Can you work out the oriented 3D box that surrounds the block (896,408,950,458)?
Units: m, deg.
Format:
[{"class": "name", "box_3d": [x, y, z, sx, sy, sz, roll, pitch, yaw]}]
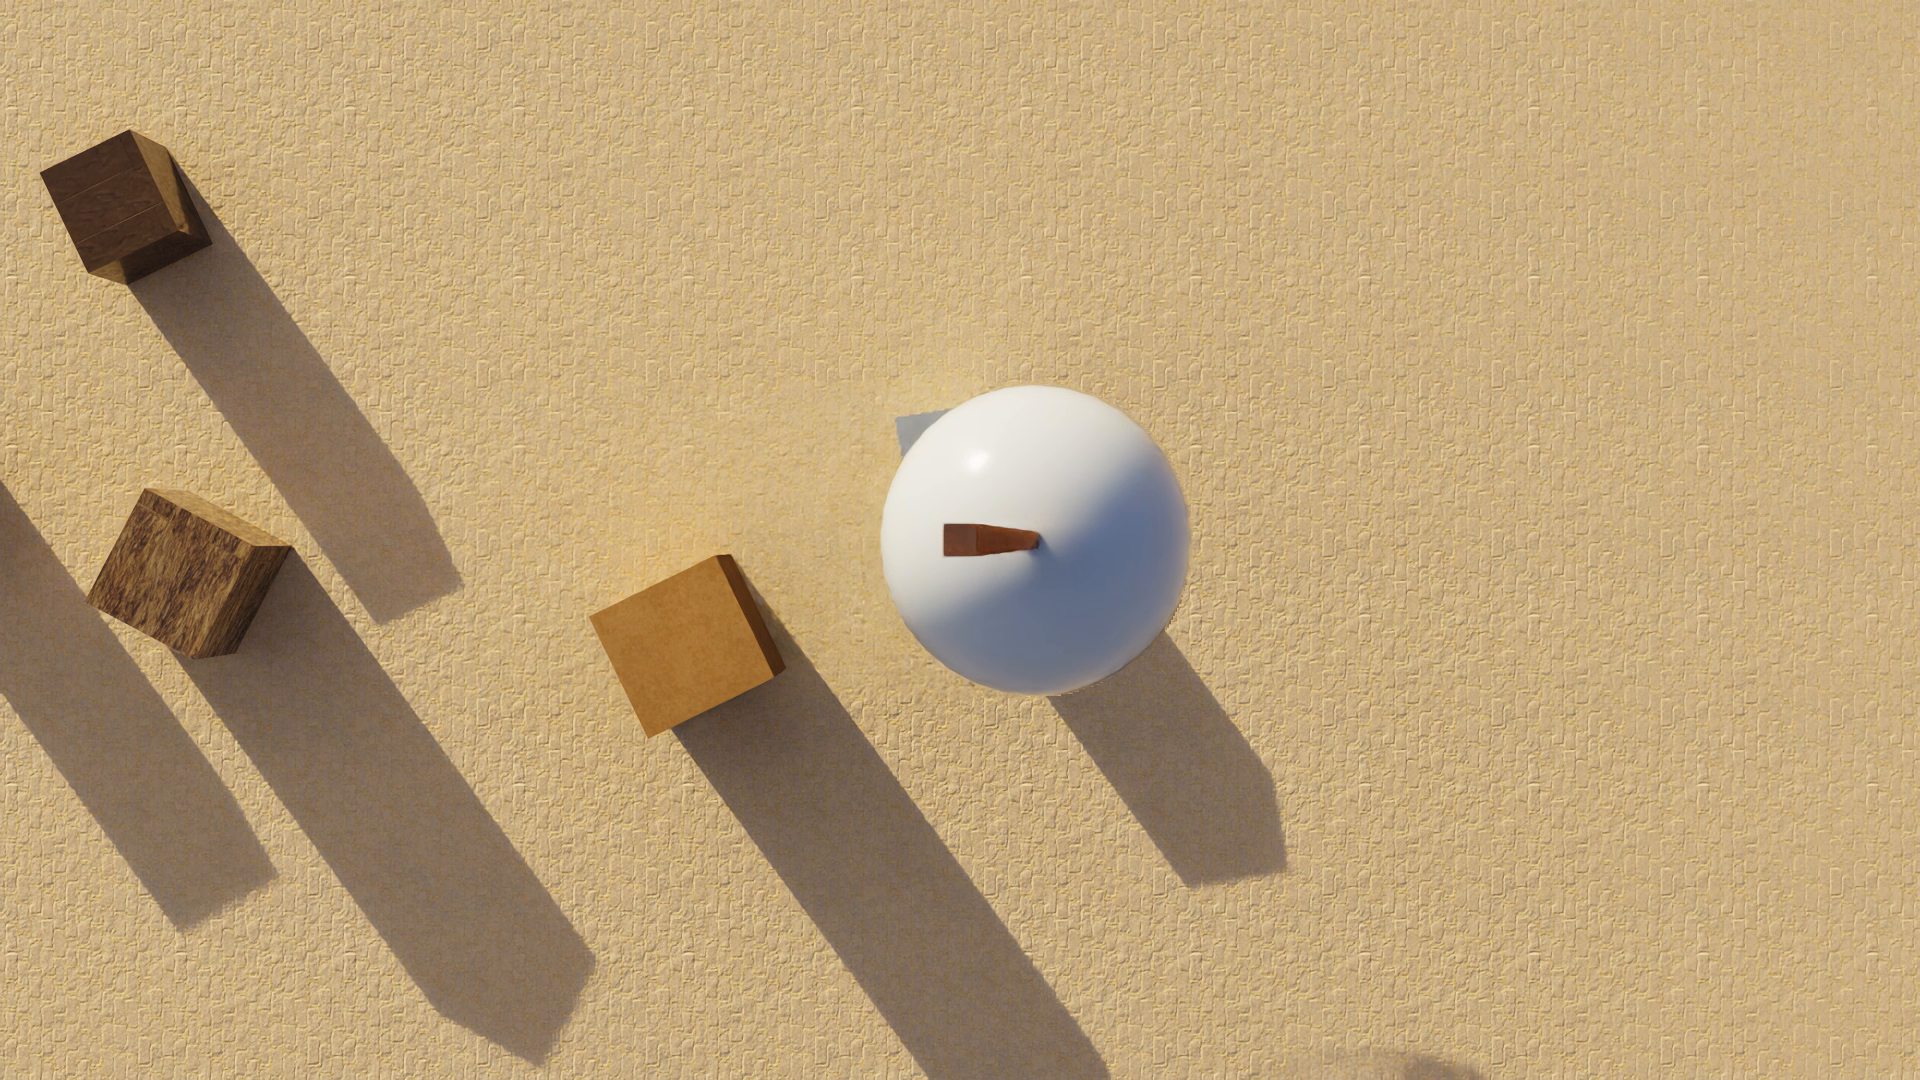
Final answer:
[{"class": "block", "box_3d": [-0.018, -0.460, 12.689, 0.610, 0.623, 0.566, -10, 90, 0]}]

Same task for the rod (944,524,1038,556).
[{"class": "rod", "box_3d": [0.168, 0.000, 7.916, 0.080, 5.200, 0.080, 0, 90, 4]}]

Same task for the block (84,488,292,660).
[{"class": "block", "box_3d": [-4.423, 0.189, 12.651, 0.695, 0.699, 0.721, 28, 90, 0]}]

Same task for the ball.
[{"class": "ball", "box_3d": [0.387, 0.000, 11.309, 1.600, 1.600, 1.600, 0, 90, 0]}]

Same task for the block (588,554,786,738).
[{"class": "block", "box_3d": [-1.539, 0.592, 12.579, 0.778, 0.841, 0.752, -26, 90, 0]}]

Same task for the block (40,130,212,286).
[{"class": "block", "box_3d": [-4.810, -1.913, 12.712, 0.566, 0.575, 0.635, -26, 90, 0]}]
